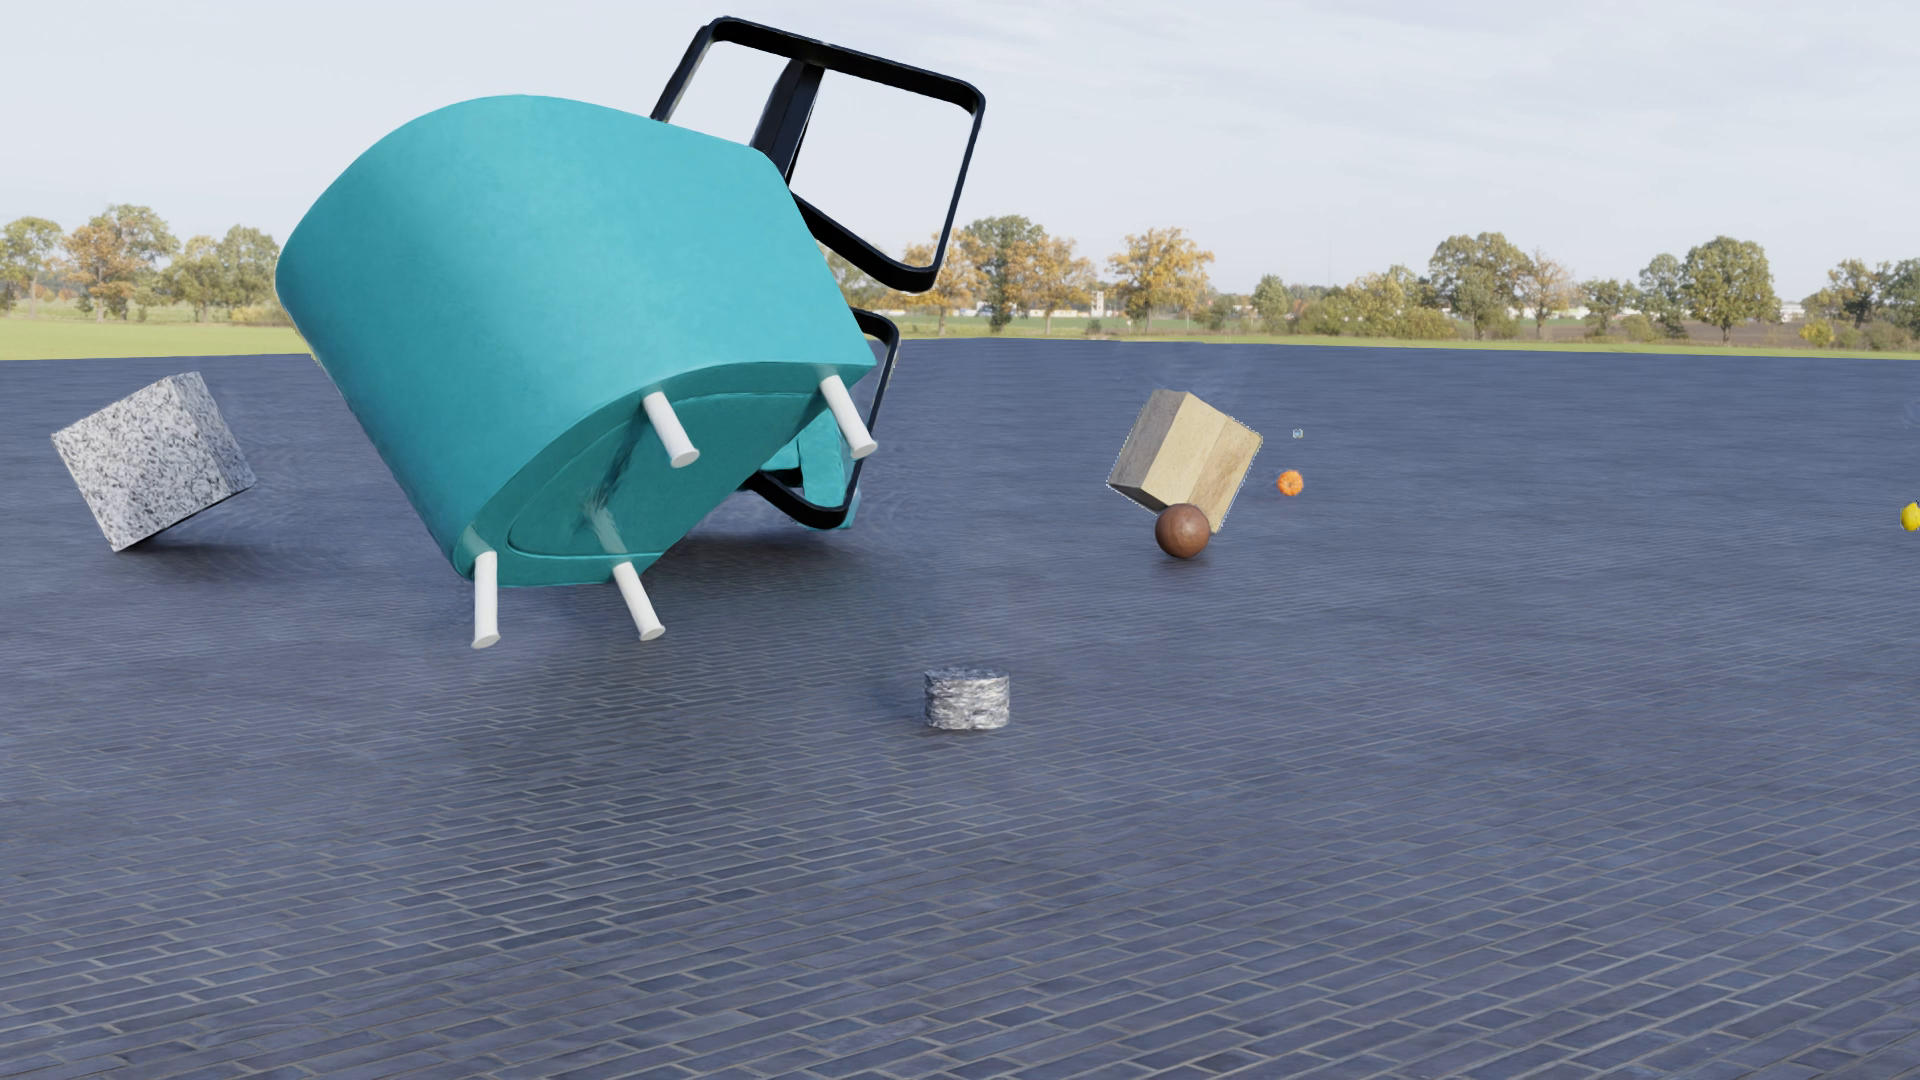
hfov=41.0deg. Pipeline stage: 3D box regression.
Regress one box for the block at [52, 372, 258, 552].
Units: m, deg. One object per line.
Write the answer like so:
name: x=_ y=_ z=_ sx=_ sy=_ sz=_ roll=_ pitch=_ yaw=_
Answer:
block: x=-1.955 y=-0.194 z=6.249 sx=0.311 sy=0.314 sz=0.310 roll=-27 pitch=7 yaw=-1

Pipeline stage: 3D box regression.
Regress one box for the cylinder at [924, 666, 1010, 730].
cylinder: x=0.010 y=0.233 z=3.787 sx=0.126 sy=0.074 sz=0.122 roll=6 pitch=8 yaw=44

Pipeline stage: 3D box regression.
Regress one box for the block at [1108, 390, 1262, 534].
block: x=0.579 y=-0.205 z=6.619 sx=0.253 sy=0.276 sz=0.175 roll=30 pitch=-8 yaw=-25
